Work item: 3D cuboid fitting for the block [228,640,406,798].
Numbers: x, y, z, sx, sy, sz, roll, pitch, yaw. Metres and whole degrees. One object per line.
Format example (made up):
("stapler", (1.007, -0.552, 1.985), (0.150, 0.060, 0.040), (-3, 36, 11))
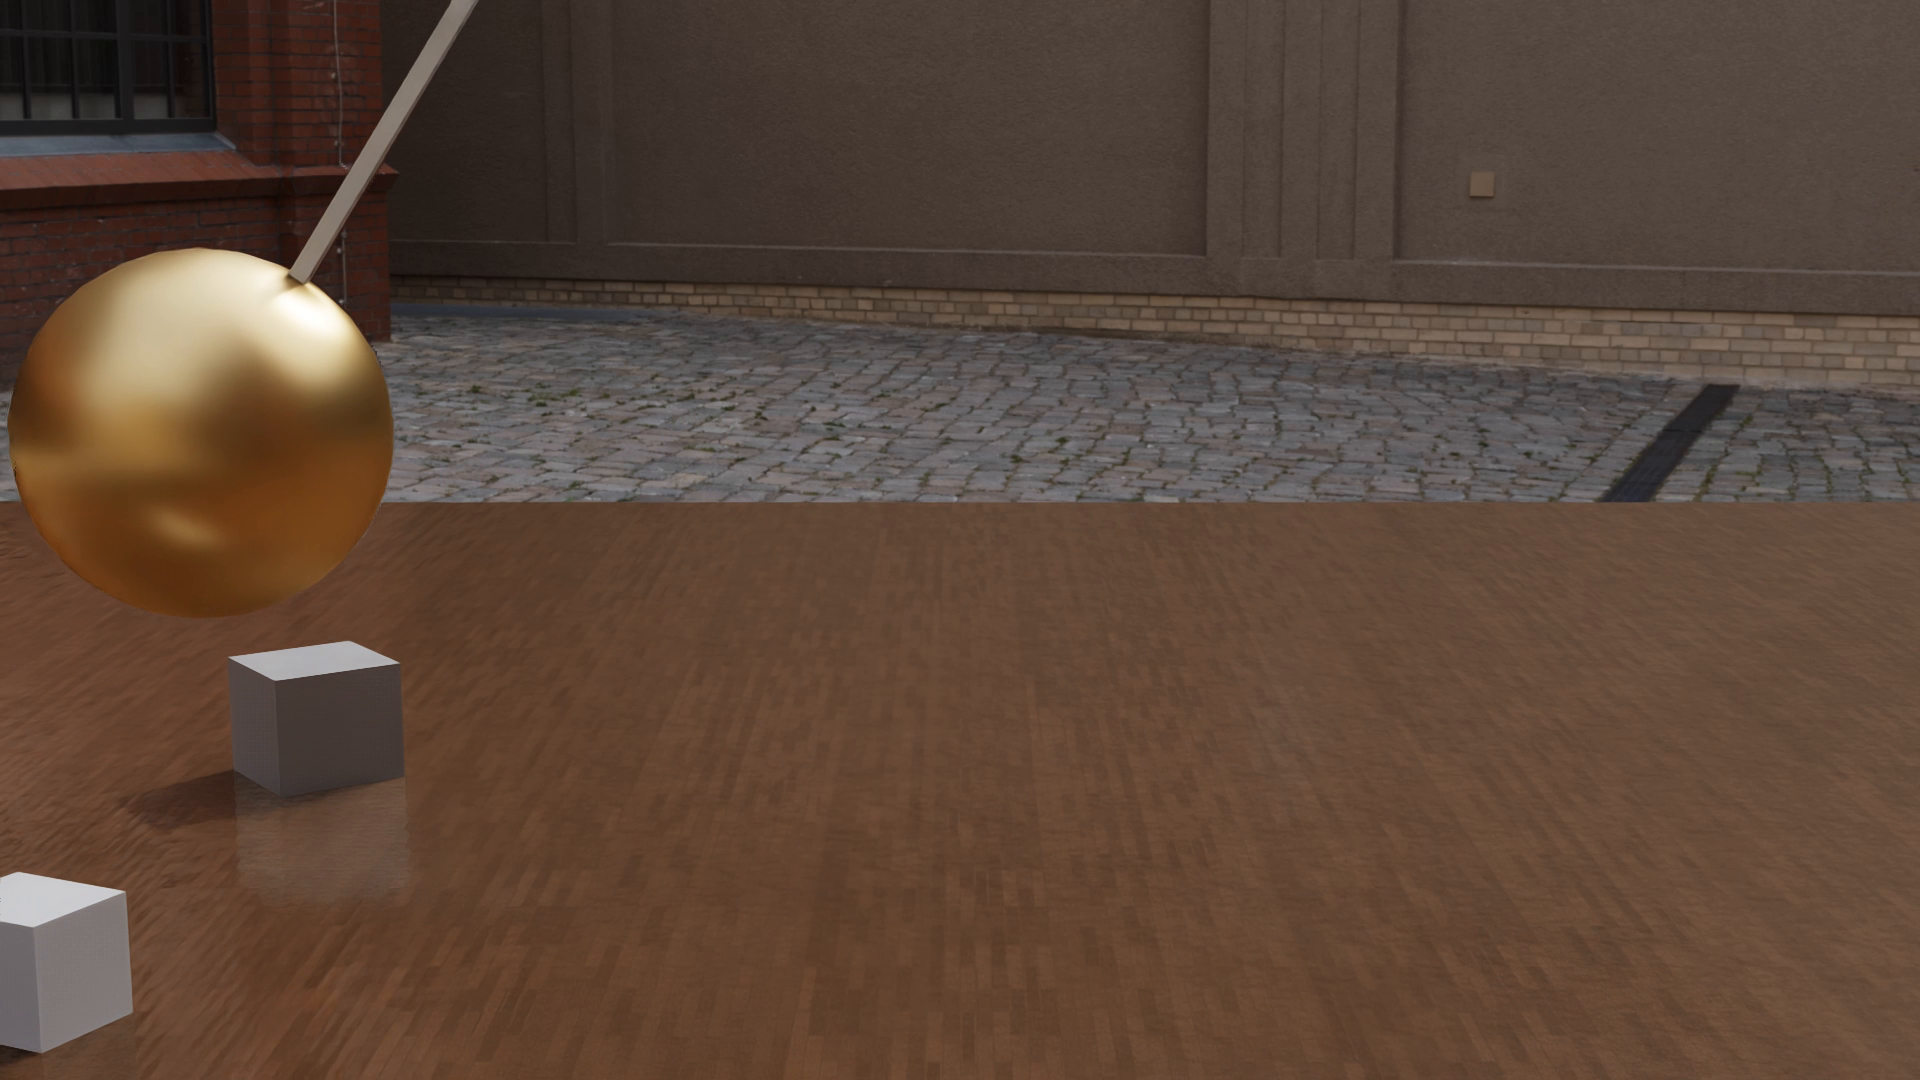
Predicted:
("block", (-3.262, 0.895, 13.001), (0.655, 0.587, 0.641), (-7, 13, -35))

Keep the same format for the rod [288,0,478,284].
("rod", (-1.416, -3.265, 10.587), (0.080, 5.200, 0.080), (33, 9, -6))

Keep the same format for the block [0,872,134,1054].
("block", (-3.479, 1.570, 9.592), (0.548, 0.479, 0.460), (5, 11, 26))

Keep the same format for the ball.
("ball", (-3.267, -0.459, 11.097), (1.600, 1.600, 1.600), (0, 10, 0))
